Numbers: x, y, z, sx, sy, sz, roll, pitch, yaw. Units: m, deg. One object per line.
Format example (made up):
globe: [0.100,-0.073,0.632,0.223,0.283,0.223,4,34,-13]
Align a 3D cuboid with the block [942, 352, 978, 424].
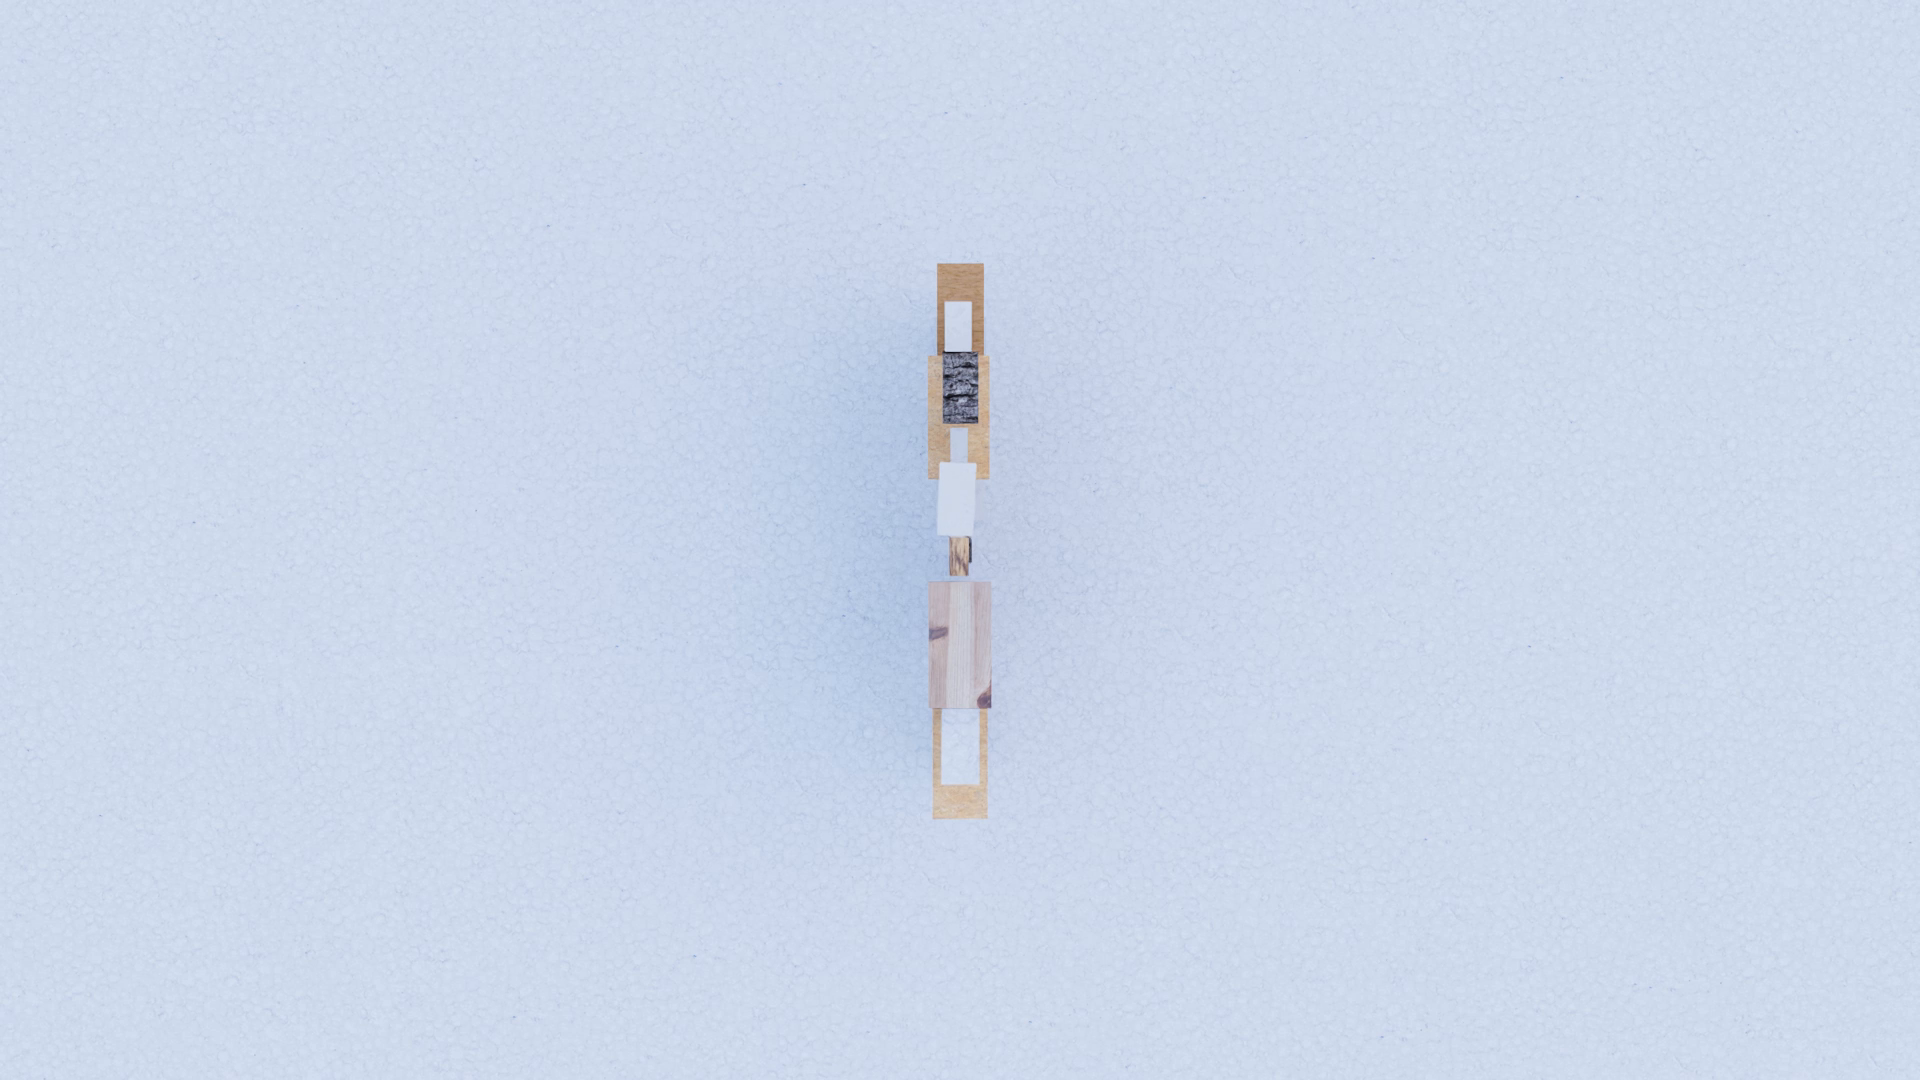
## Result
block: [0.002,-0.417,4.519,0.098,0.028,0.195,0,90,0]

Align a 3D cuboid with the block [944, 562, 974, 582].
block: [-0.003,0.159,5.145,0.088,0.025,0.176,0,90,0]

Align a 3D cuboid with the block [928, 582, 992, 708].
block: [0.000,0.286,4.513,0.172,0.049,0.344,0,90,0]

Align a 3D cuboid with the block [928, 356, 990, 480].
block: [-0.004,-0.352,4.753,0.176,0.050,0.353,0,90,0]

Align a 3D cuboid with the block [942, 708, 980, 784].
block: [0.001,0.569,4.554,0.104,0.029,0.208,0,90,0]

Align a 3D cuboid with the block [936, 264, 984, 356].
block: [0.001,-0.671,4.837,0.137,0.039,0.275,0,90,0]

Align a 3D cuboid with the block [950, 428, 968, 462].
block: [-0.002,-0.266,4.625,0.048,0.014,0.096,0,90,0]

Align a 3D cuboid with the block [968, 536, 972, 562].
block: [0.002,0.017,5.341,0.074,0.021,0.149,0,90,0]

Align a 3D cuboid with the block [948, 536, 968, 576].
block: [-0.004,0.050,5.005,0.059,0.017,0.119,0,90,0]

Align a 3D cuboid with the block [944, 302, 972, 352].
block: [-0.005,-0.595,4.656,0.076,0.021,0.151,0,90,0]

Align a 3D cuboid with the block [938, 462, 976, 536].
block: [-0.009,-0.111,4.515,0.099,0.028,0.199,2,90,1]

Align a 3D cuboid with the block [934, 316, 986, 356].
block: [0.001,-0.532,5.154,0.162,0.046,0.323,0,90,0]

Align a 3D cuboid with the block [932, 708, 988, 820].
block: [0.000,0.648,4.799,0.160,0.045,0.320,0,90,0]

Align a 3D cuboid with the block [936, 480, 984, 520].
block: [0.002,-0.214,5.175,0.152,0.043,0.303,0,90,0]
